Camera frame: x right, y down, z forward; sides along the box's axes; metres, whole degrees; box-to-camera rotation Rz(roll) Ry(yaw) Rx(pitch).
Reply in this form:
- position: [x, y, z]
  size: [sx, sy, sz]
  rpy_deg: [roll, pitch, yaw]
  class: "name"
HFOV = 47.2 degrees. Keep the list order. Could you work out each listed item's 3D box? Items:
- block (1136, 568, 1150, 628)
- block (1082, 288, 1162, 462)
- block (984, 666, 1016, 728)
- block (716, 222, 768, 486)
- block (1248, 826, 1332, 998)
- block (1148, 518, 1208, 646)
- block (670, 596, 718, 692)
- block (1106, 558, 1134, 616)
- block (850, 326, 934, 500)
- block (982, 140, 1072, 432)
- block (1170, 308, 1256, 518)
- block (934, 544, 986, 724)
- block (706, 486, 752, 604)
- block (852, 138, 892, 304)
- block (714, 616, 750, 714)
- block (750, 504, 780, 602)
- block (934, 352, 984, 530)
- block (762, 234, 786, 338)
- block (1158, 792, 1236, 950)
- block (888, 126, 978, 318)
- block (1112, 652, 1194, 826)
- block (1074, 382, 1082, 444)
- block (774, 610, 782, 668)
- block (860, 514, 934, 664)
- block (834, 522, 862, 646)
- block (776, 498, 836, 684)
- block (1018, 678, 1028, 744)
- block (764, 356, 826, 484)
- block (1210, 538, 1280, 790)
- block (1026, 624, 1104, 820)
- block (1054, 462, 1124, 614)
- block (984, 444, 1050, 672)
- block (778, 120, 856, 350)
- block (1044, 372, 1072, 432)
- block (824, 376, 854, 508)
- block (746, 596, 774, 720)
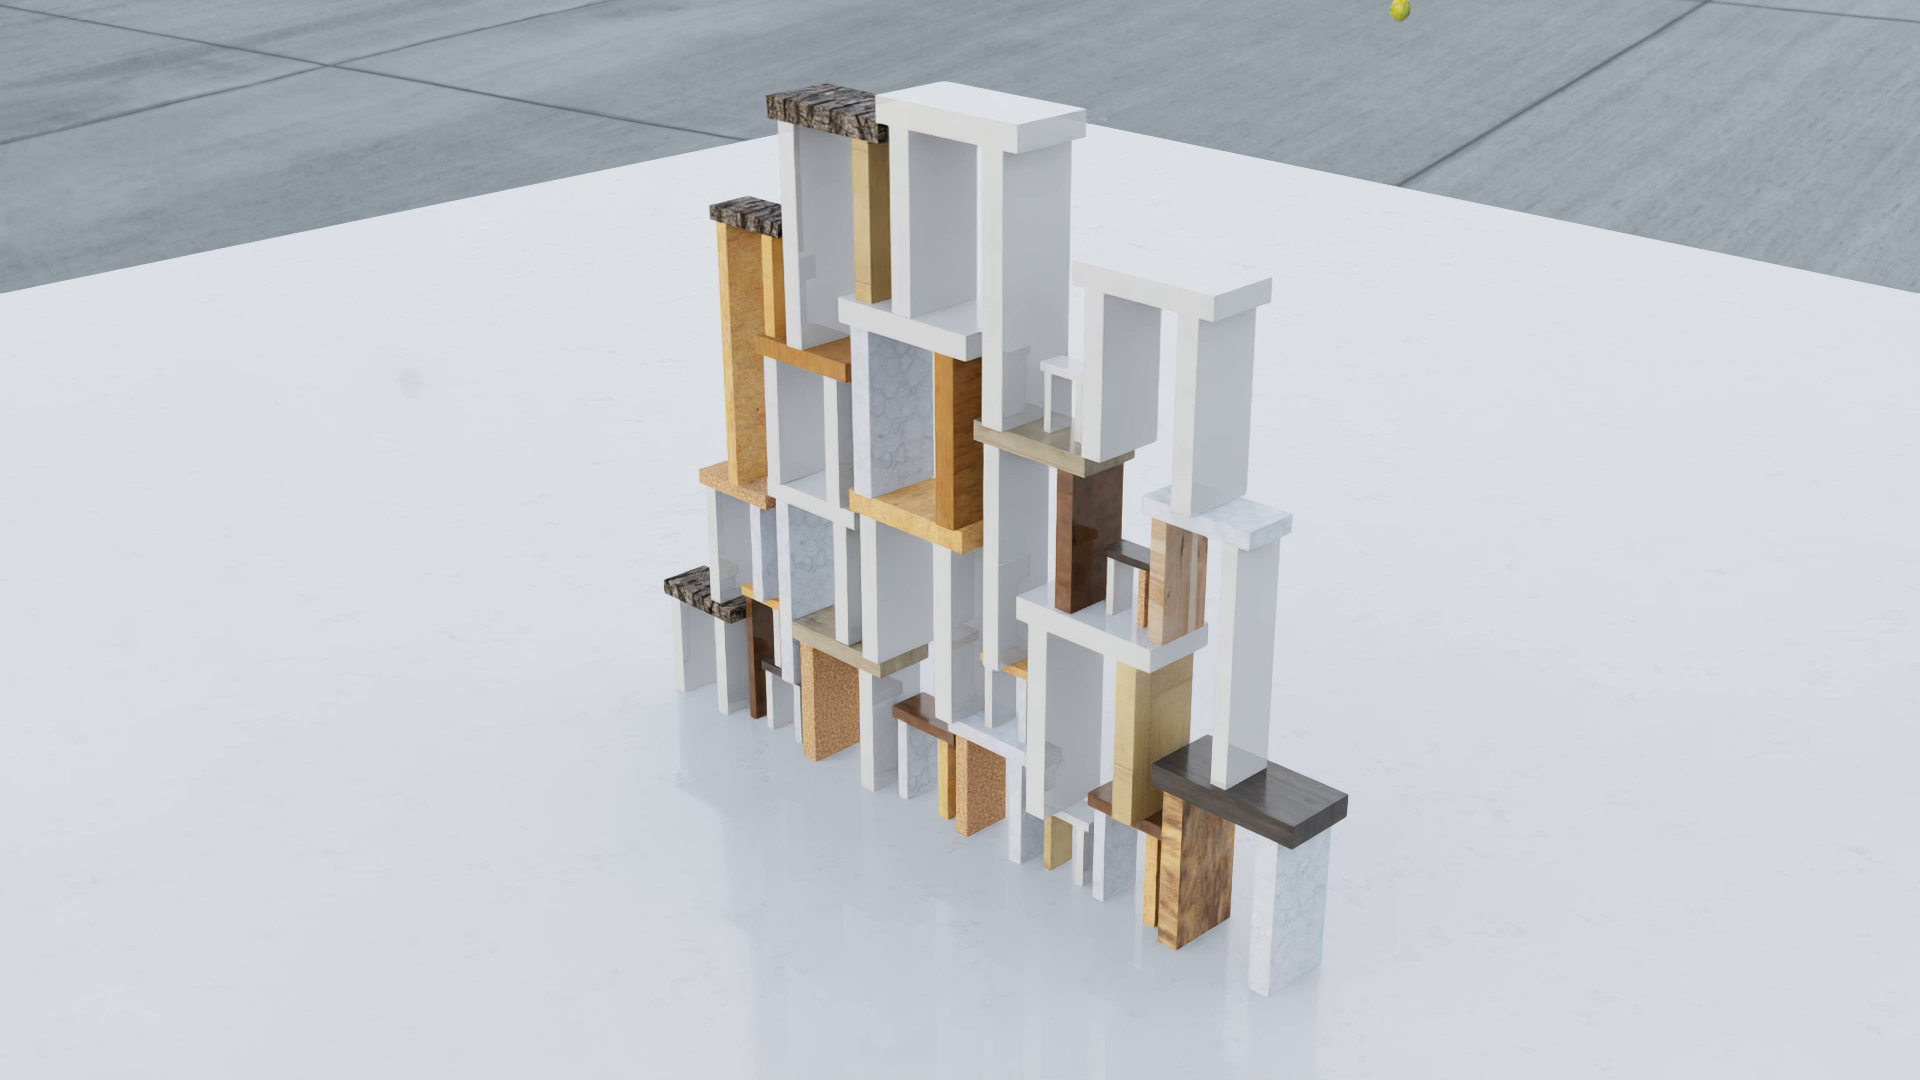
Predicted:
- position: [0.340, 0.096, 3.903]
  size: [0.016, 0.110, 0.055]
  rpy_deg: [21, 31, 40]
  class: "block"
- position: [0.279, -0.299, 3.794]
  size: [0.043, 0.304, 0.152]
  rpy_deg: [21, 31, 41]
  class: "block"
- position: [0.079, 0.291, 4.260]
  size: [0.068, 0.135, 0.019]
  rpy_deg: [-21, 31, -40]
  class: "block"
- position: [-0.439, -0.389, 4.526]
  size: [0.029, 0.561, 0.103]
  rpy_deg: [21, 31, 40]
  class: "block"
- position: [0.581, 0.633, 3.869]
  size: [0.044, 0.313, 0.157]
  rpy_deg: [21, 31, 41]
  class: "block"
- position: [0.381, 0.057, 3.836]
  size: [0.033, 0.233, 0.117]
  rpy_deg: [21, 31, 41]
  class: "block"
- position: [-0.590, 0.218, 4.952]
  size: [0.033, 0.230, 0.115]
  rpy_deg: [21, 31, 41]
  class: "block"
- position: [0.288, 0.075, 3.951]
  size: [0.016, 0.110, 0.055]
  rpy_deg: [21, 31, 40]
  class: "block"
- position: [-0.129, -0.265, 4.250]
  size: [0.170, 0.339, 0.048]
  rpy_deg: [-21, 31, -40]
  class: "block"
- position: [0.117, -0.458, 3.905]
  size: [0.049, 0.509, 0.174]
  rpy_deg: [21, 31, 41]
  class: "block"
- position: [0.423, -0.224, 3.671]
  size: [0.043, 0.347, 0.152]
  rpy_deg: [21, 31, 41]
  class: "block"
- position: [0.022, 0.161, 4.266]
  size: [0.156, 0.370, 0.044]
  rpy_deg: [-21, 31, -41]
  class: "block"
- position: [-0.492, -0.004, 4.758]
  size: [0.031, 0.267, 0.109]
  rpy_deg: [21, 31, 41]
  class: "block"
- position: [-0.128, -0.608, 4.109]
  size: [0.043, 0.307, 0.153]
  rpy_deg: [21, 31, 40]
  class: "block"
- position: [-0.482, 0.261, 4.853]
  size: [0.033, 0.230, 0.115]
  rpy_deg: [21, 31, 41]
  class: "block"
- position: [-0.389, 0.013, 4.654]
  size: [0.031, 0.218, 0.109]
  rpy_deg: [21, 31, 40]
  class: "block"
- position: [0.031, -0.203, 4.102]
  size: [0.170, 0.339, 0.048]
  rpy_deg: [-21, 31, -40]
  class: "block"
- position: [-0.342, -0.514, 4.368]
  size: [0.029, 0.207, 0.103]
  rpy_deg: [21, 31, 40]
  class: "block"
- position: [0.433, 0.575, 4.005]
  size: [0.044, 0.313, 0.157]
  rpy_deg: [21, 31, 41]
  class: "block"
- position: [-0.047, -0.596, 4.025]
  size: [0.049, 0.348, 0.174]
  rpy_deg: [21, 31, 40]
  class: "block"
- position: [0.350, 0.343, 3.986]
  size: [0.045, 0.320, 0.160]
  rpy_deg: [21, 31, 41]
  class: "block"
- position: [0.228, -0.232, 3.881]
  size: [0.016, 0.112, 0.056]
  rpy_deg: [21, 31, 40]
  class: "block"
- position: [-0.367, 0.200, 4.714]
  size: [0.019, 0.135, 0.068]
  rpy_deg: [21, 31, 41]
  class: "block"
- position: [-0.124, 0.077, 4.391]
  size: [0.044, 0.312, 0.156]
  rpy_deg: [21, 31, 41]
  class: "block"
- position: [-0.193, 0.071, 4.468]
  size: [0.037, 0.263, 0.131]
  rpy_deg: [21, 31, 41]
  class: "block"
- position: [-0.317, 0.092, 4.612]
  size: [0.037, 0.414, 0.131]
  rpy_deg: [21, 31, 41]
  class: "block"
- position: [0.142, 0.316, 4.202]
  size: [0.019, 0.135, 0.067]
  rpy_deg: [21, 31, 41]
  class: "block"
- position: [-0.331, -0.259, 4.469]
  size: [0.134, 0.268, 0.038]
  rpy_deg: [-21, 31, -41]
  class: "block"
- position: [0.490, 0.203, 3.779]
  size: [0.117, 0.458, 0.033]
  rpy_deg: [-21, 31, -41]
  class: "block"
- position: [0.198, 0.319, 4.139]
  size: [0.045, 0.394, 0.160]
  rpy_deg: [21, 31, 40]
  class: "block"
- position: [0.232, -0.015, 3.958]
  size: [0.038, 0.271, 0.135]
  rpy_deg: [21, 31, 40]
  class: "block"
- position: [0.105, 0.017, 4.110]
  size: [0.038, 0.449, 0.135]
  rpy_deg: [21, 31, 41]
  class: "block"
- position: [-0.272, -0.602, 4.269]
  size: [0.043, 0.445, 0.153]
  rpy_deg: [21, 31, 41]
  class: "block"
- position: [0.175, -0.252, 3.929]
  size: [0.016, 0.112, 0.056]
  rpy_deg: [21, 31, 41]
  class: "block"
- position: [-0.204, -0.209, 4.353]
  size: [0.038, 0.268, 0.134]
  rpy_deg: [21, 31, 41]
  class: "block"
- position: [-0.430, 0.248, 4.803]
  size: [0.019, 0.292, 0.067]
  rpy_deg: [21, 31, 41]
  class: "block"
